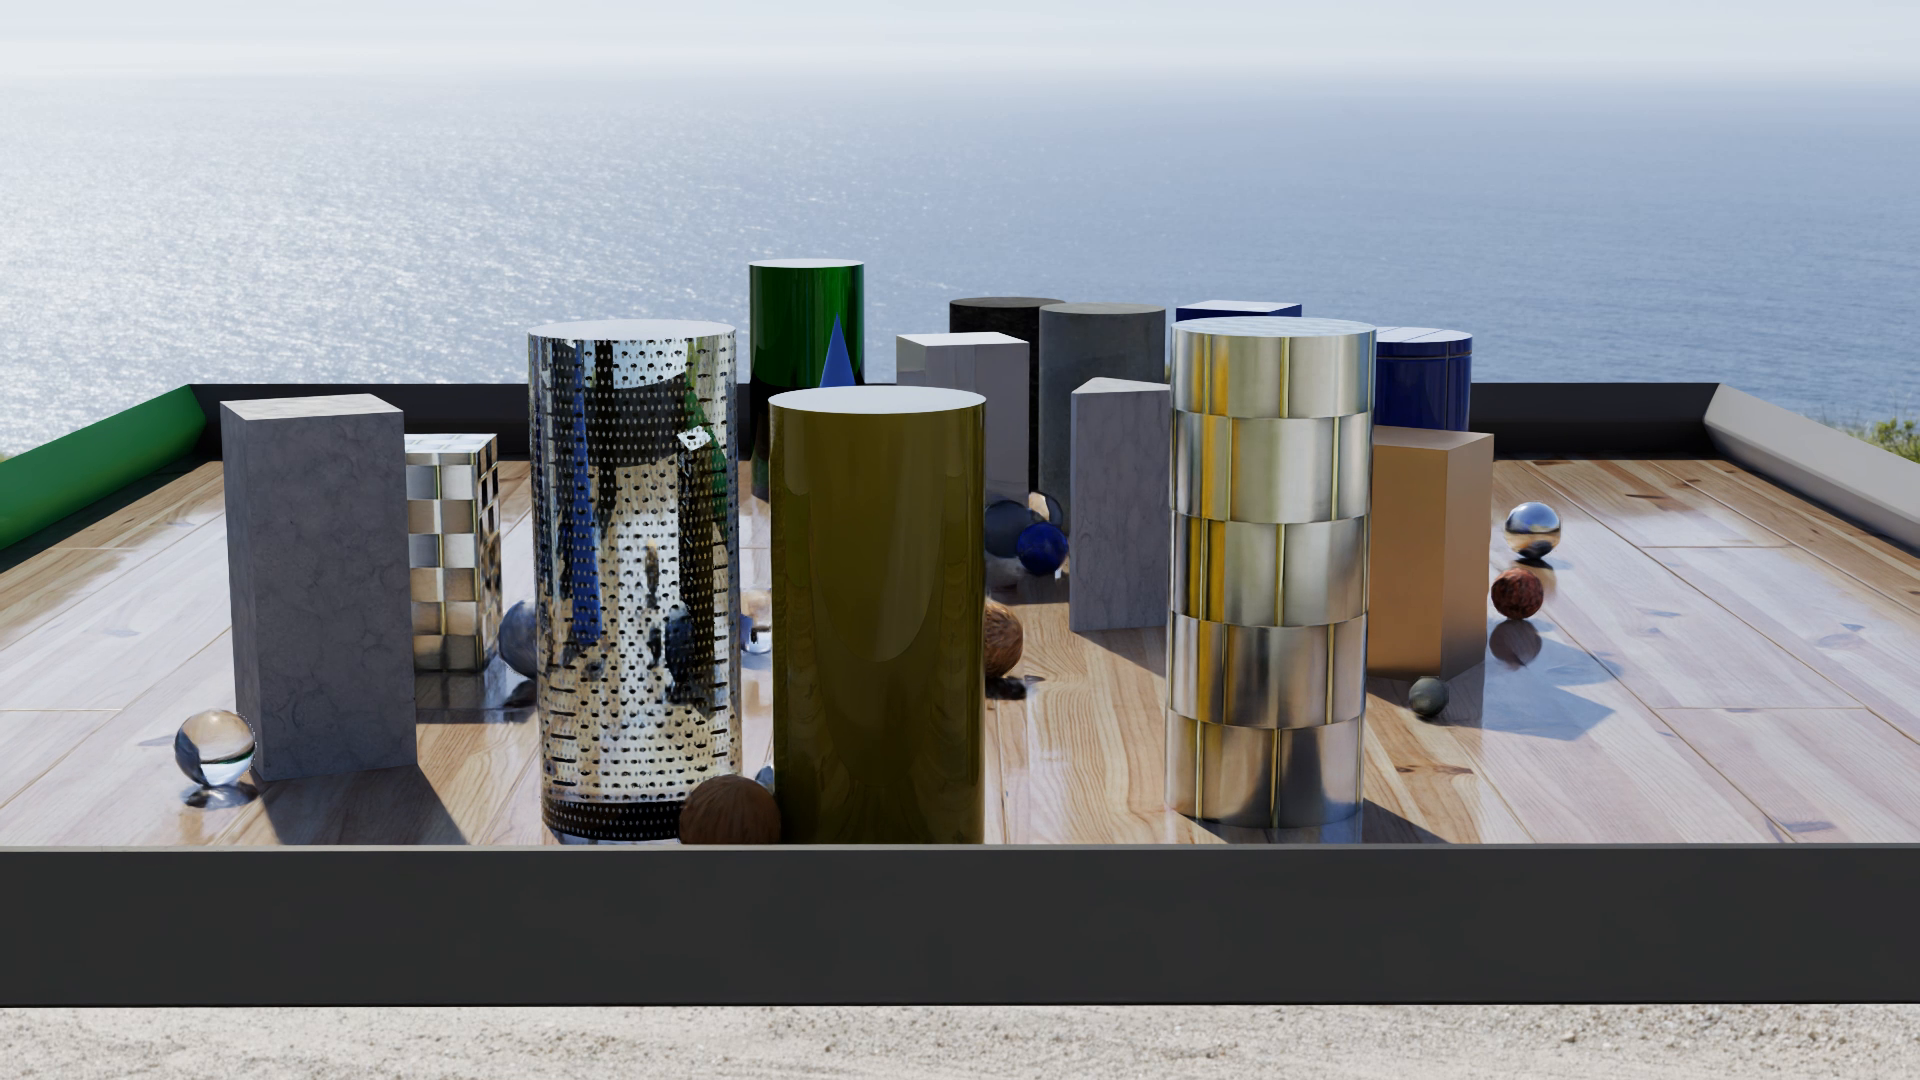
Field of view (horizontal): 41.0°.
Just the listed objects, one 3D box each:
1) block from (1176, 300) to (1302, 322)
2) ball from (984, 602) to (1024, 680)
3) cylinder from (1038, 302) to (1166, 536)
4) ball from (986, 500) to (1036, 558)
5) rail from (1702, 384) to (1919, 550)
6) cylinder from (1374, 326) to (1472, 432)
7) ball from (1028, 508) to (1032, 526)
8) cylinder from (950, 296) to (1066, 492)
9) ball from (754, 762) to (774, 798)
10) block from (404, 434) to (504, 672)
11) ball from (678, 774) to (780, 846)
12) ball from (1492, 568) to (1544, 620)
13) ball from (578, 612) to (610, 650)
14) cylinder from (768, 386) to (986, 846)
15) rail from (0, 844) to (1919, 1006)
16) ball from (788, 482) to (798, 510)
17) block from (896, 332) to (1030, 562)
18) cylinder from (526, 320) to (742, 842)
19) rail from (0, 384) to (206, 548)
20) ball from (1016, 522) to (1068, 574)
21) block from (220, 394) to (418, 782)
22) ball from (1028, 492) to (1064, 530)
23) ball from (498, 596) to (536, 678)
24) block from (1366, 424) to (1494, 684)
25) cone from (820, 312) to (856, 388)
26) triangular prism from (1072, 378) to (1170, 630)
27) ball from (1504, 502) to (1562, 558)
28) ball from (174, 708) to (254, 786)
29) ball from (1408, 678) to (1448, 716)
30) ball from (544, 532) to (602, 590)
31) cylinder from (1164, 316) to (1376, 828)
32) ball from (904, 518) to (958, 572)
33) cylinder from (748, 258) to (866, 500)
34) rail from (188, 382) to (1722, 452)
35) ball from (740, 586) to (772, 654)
[{"bbox_3d":[0.459,-0.219,4.248,0.159,0.337,0.159,5,12,27],"label":"block"},{"bbox_3d":[0.030,0.121,3.077,0.094,0.094,0.094,0,10,0],"label":"ball"},{"bbox_3d":[0.224,-0.194,4.074,0.199,0.350,0.199,0,10,0],"label":"cylinder"},{"bbox_3d":[0.068,-0.016,3.772,0.087,0.087,0.087,0,10,0],"label":"ball"},{"bbox_3d":[1.436,0.032,3.457,0.045,0.129,2.946,0,10,0],"label":"rail"},{"bbox_3d":[0.582,-0.090,3.449,0.199,0.374,0.199,0,10,0],"label":"cylinder"},{"bbox_3d":[0.084,-0.031,3.994,0.060,0.060,0.060,0,10,0],"label":"ball"},{"bbox_3d":[0.081,-0.244,4.405,0.199,0.329,0.199,0,10,0],"label":"cylinder"},{"bbox_3d":[-0.179,0.243,2.533,0.051,0.051,0.051,0,10,0],"label":"ball"},{"bbox_3d":[-0.660,0.014,3.170,0.159,0.270,0.159,0,10,-1],"label":"block"},{"bbox_3d":[-0.210,0.260,2.331,0.093,0.093,0.093,0,10,0],"label":"ball"},{"bbox_3d":[0.741,0.072,3.411,0.069,0.069,0.069,0,10,0],"label":"ball"},{"bbox_3d":[-0.465,0.114,3.241,0.047,0.047,0.047,0,10,0],"label":"ball"},{"bbox_3d":[-0.076,0.081,2.378,0.199,0.426,0.199,0,10,0],"label":"cylinder"},{"bbox_3d":[0.008,0.297,2.024,2.920,0.129,0.045,0,10,0],"label":"rail"},{"bbox_3d":[-0.237,-0.063,4.115,0.078,0.078,0.078,0,10,0],"label":"ball"},{"bbox_3d":[0.003,-0.141,3.859,0.159,0.325,0.159,-3,11,-17],"label":"block"},{"bbox_3d":[-0.314,0.034,2.494,0.199,0.478,0.199,0,10,0],"label":"cylinder"},{"bbox_3d":[-1.436,0.035,3.441,0.045,0.129,2.946,0,10,0],"label":"rail"},{"bbox_3d":[0.120,0.012,3.716,0.076,0.076,0.076,0,10,0],"label":"ball"},{"bbox_3d":[-0.678,0.045,2.714,0.159,0.375,0.159,-5,12,-25],"label":"block"},{"bbox_3d":[0.116,-0.032,3.928,0.085,0.085,0.085,0,10,0],"label":"ball"},{"bbox_3d":[-0.505,0.117,3.083,0.099,0.099,0.099,0,10,0],"label":"ball"},{"bbox_3d":[0.544,0.014,3.135,0.159,0.283,0.159,6,12,30],"label":"block"},{"bbox_3d":[-0.160,-0.096,3.380,0.199,0.411,0.199,0,10,0],"label":"cone"},{"bbox_3d":[0.207,-0.052,3.414,0.172,0.312,0.149,-3,11,-16],"label":"triangular prism"},{"bbox_3d":[0.857,-0.015,3.838,0.085,0.085,0.085,0,10,0],"label":"ball"},{"bbox_3d":[-0.763,0.212,2.624,0.079,0.079,0.079,0,10,0],"label":"ball"},{"bbox_3d":[0.531,0.178,2.909,0.044,0.044,0.044,0,10,0],"label":"ball"},{"bbox_3d":[-0.544,0.030,3.609,0.080,0.080,0.080,0,10,0],"label":"ball"},{"bbox_3d":[0.304,0.027,2.534,0.199,0.477,0.199,0,10,0],"label":"cylinder"},{"bbox_3d":[-0.042,0.007,3.729,0.080,0.080,0.080,0,10,0],"label":"ball"},{"bbox_3d":[-0.262,-0.277,4.402,0.199,0.395,0.199,0,10,0],"label":"cylinder"},{"bbox_3d":[-0.008,-0.230,4.874,2.920,0.129,0.045,0,10,0],"label":"rail"},{"bbox_3d":[-0.254,0.101,3.211,0.085,0.085,0.085,0,10,0],"label":"ball"}]
